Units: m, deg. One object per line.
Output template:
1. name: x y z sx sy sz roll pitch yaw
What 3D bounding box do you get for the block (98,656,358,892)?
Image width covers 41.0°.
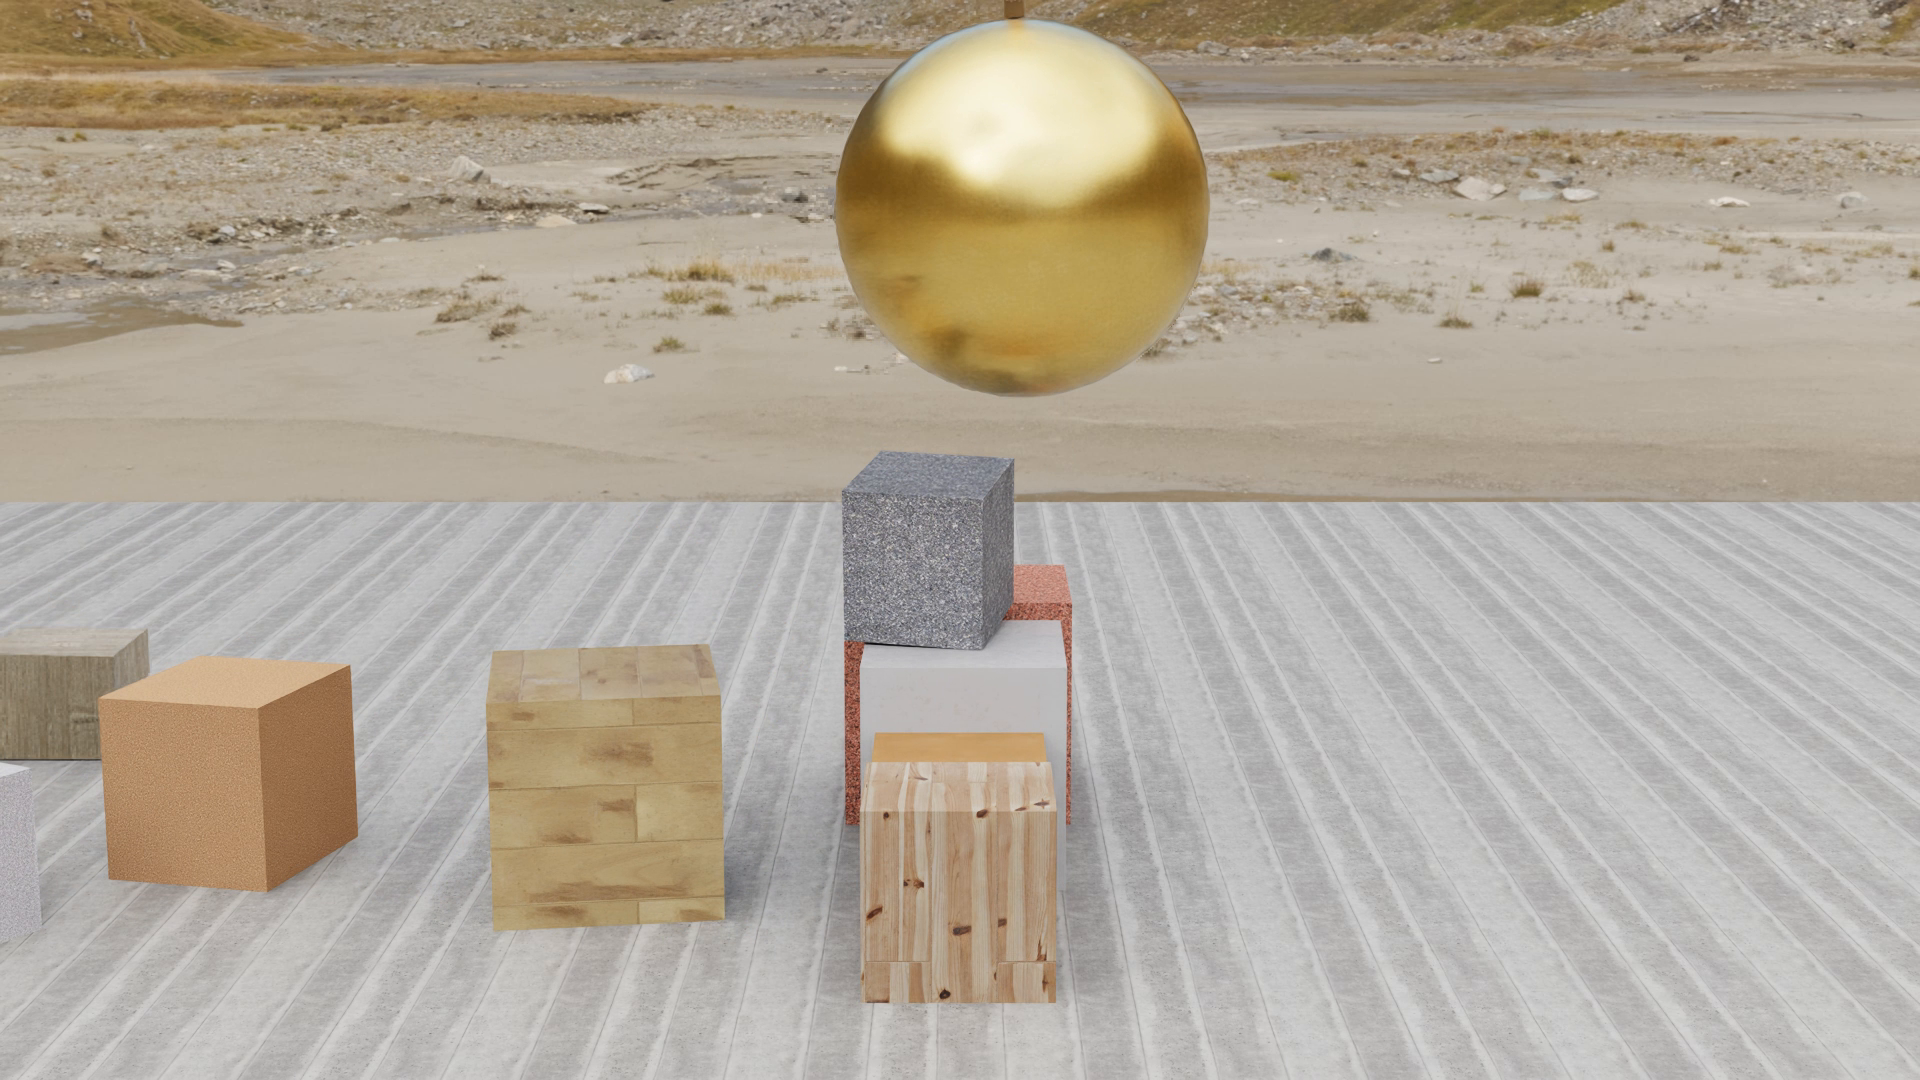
1. block: -3.281 1.035 11.570 0.769 0.823 0.856 3 11 14

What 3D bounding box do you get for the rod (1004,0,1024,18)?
1. rod: 0.114 -4.749 10.317 0.080 5.200 0.080 -2 10 0

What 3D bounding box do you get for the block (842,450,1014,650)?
1. block: -0.134 0.037 11.607 0.631 0.694 0.695 4 17 12

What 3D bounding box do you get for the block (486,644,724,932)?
1. block: -1.533 1.045 11.099 0.957 0.972 0.981 -2 10 -8

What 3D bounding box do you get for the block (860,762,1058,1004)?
1. block: -0.006 1.335 10.097 0.745 0.760 0.704 0 10 0

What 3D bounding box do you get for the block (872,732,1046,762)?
1. block: -0.003 1.237 10.781 0.723 0.709 0.658 0 10 0

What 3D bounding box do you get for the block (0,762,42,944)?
1. block: -4.306 1.305 10.457 0.701 0.691 0.745 6 12 29

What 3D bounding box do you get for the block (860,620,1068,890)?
1. block: 0.019 0.949 11.564 0.889 0.995 0.975 0 10 0

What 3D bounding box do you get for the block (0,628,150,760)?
1. block: -4.697 0.804 13.509 0.687 0.557 0.575 1 12 -1

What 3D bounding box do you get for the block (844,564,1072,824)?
1. block: -0.009 0.736 12.518 1.065 1.073 0.946 0 10 0

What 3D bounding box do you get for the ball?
1. ball: 0.264 -1.407 10.925 1.600 1.600 1.600 0 10 0
